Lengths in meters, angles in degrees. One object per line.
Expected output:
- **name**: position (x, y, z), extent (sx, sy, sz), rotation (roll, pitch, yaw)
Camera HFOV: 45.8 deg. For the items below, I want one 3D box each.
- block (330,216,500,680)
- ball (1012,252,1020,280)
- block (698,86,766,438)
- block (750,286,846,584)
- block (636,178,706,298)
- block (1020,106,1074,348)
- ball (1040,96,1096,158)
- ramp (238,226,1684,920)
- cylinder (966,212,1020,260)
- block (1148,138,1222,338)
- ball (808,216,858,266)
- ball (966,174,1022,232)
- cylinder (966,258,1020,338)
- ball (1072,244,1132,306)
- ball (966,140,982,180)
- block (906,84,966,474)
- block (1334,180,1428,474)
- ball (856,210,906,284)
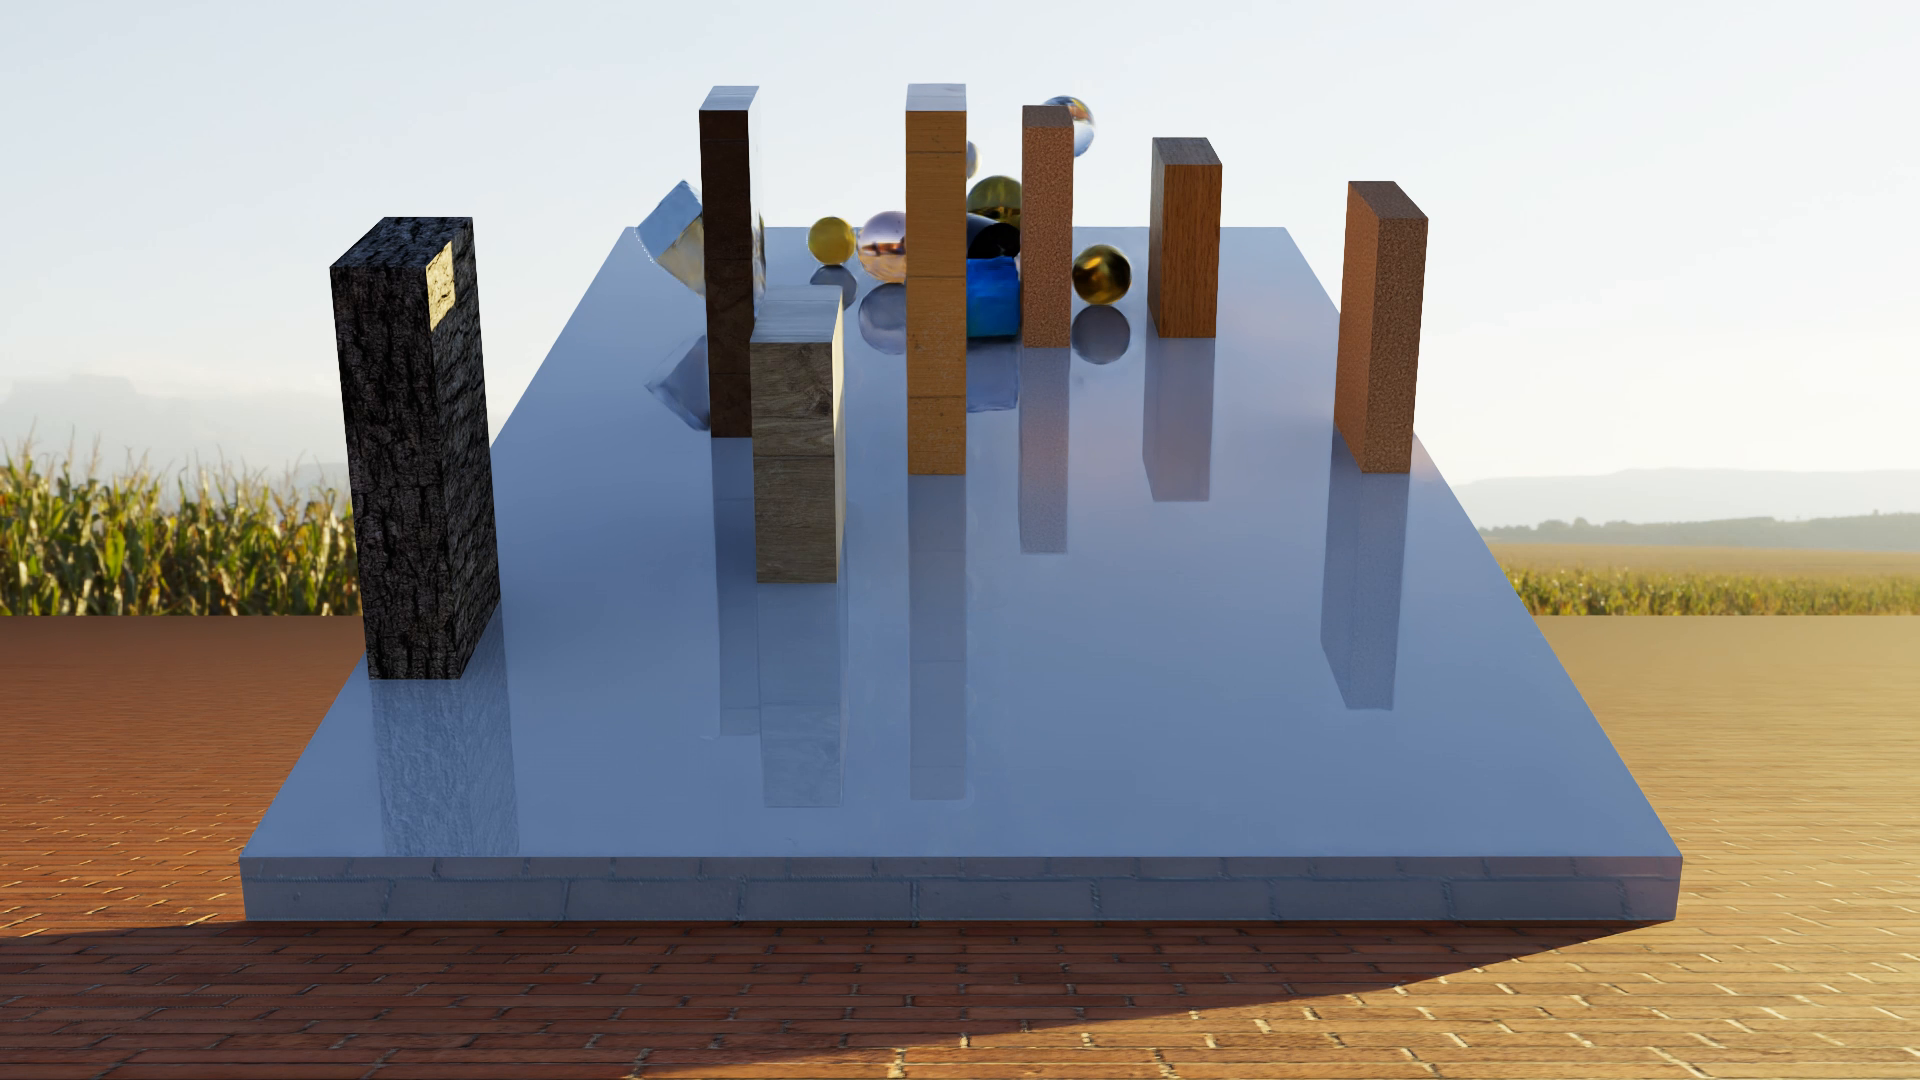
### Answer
- **block**: position (-0.891, -0.157, 3.759), extent (0.148, 0.687, 0.361), rotation (0, 20, 0)
- **ball**: position (0.209, -0.690, 5.950), extent (0.167, 0.167, 0.167), rotation (0, -2, 0)
- **block**: position (-0.489, -0.609, 4.950), extent (0.102, 0.707, 0.316), rotation (0, 20, 0)
- **block**: position (-0.296, -0.204, 4.227), extent (0.145, 0.451, 0.406), rotation (0, 20, 0)
- **block**: position (-0.689, -0.778, 5.870), extent (0.182, 0.182, 0.182), rotation (37, 13, -41)
- **block**: position (0.214, -0.784, 5.660), extent (0.116, 0.545, 0.309), rotation (0, 20, 0)
- **ball**: position (0.287, -1.138, 6.276), extent (0.178, 0.178, 0.178), rotation (0, -2, 0)
- **ramp**: position (-0.005, -0.210, 5.037), extent (2.000, 0.100, 4.000), rotation (0, 20, 0)
- **cylinder**: position (0.038, -0.771, 6.113), extent (0.204, 0.204, 0.204), rotation (1, 16, -38)
- **block**: position (0.570, -0.777, 5.798), extent (0.142, 0.436, 0.372), rotation (0, 20, 0)
- **ball**: position (-0.360, -0.843, 6.400), extent (0.140, 0.140, 0.140), rotation (0, -2, 0)
- **ball**: position (0.114, -0.958, 6.613), extent (0.208, 0.208, 0.208), rotation (0, -2, 0)
- **cylinder**: position (0.034, -0.604, 5.675), extent (0.195, 0.195, 0.195), rotation (-4, -1, -12)
- **ball**: position (0.373, -0.698, 5.977), extent (0.163, 0.163, 0.163), rotation (0, -2, 0)
- **ball**: position (0.001, -1.143, 6.835), extent (0.129, 0.129, 0.129), rotation (0, -2, 0)
- **block**: position (-0.048, -0.545, 4.719), extent (0.121, 0.749, 0.336), rotation (0, 20, 0)
- **block**: position (0.882, -0.455, 4.789), extent (0.099, 0.535, 0.379), rotation (0, 20, 0)
- **ball**: position (-0.182, -0.800, 6.193), extent (0.199, 0.199, 0.199), rotation (0, -2, 0)
